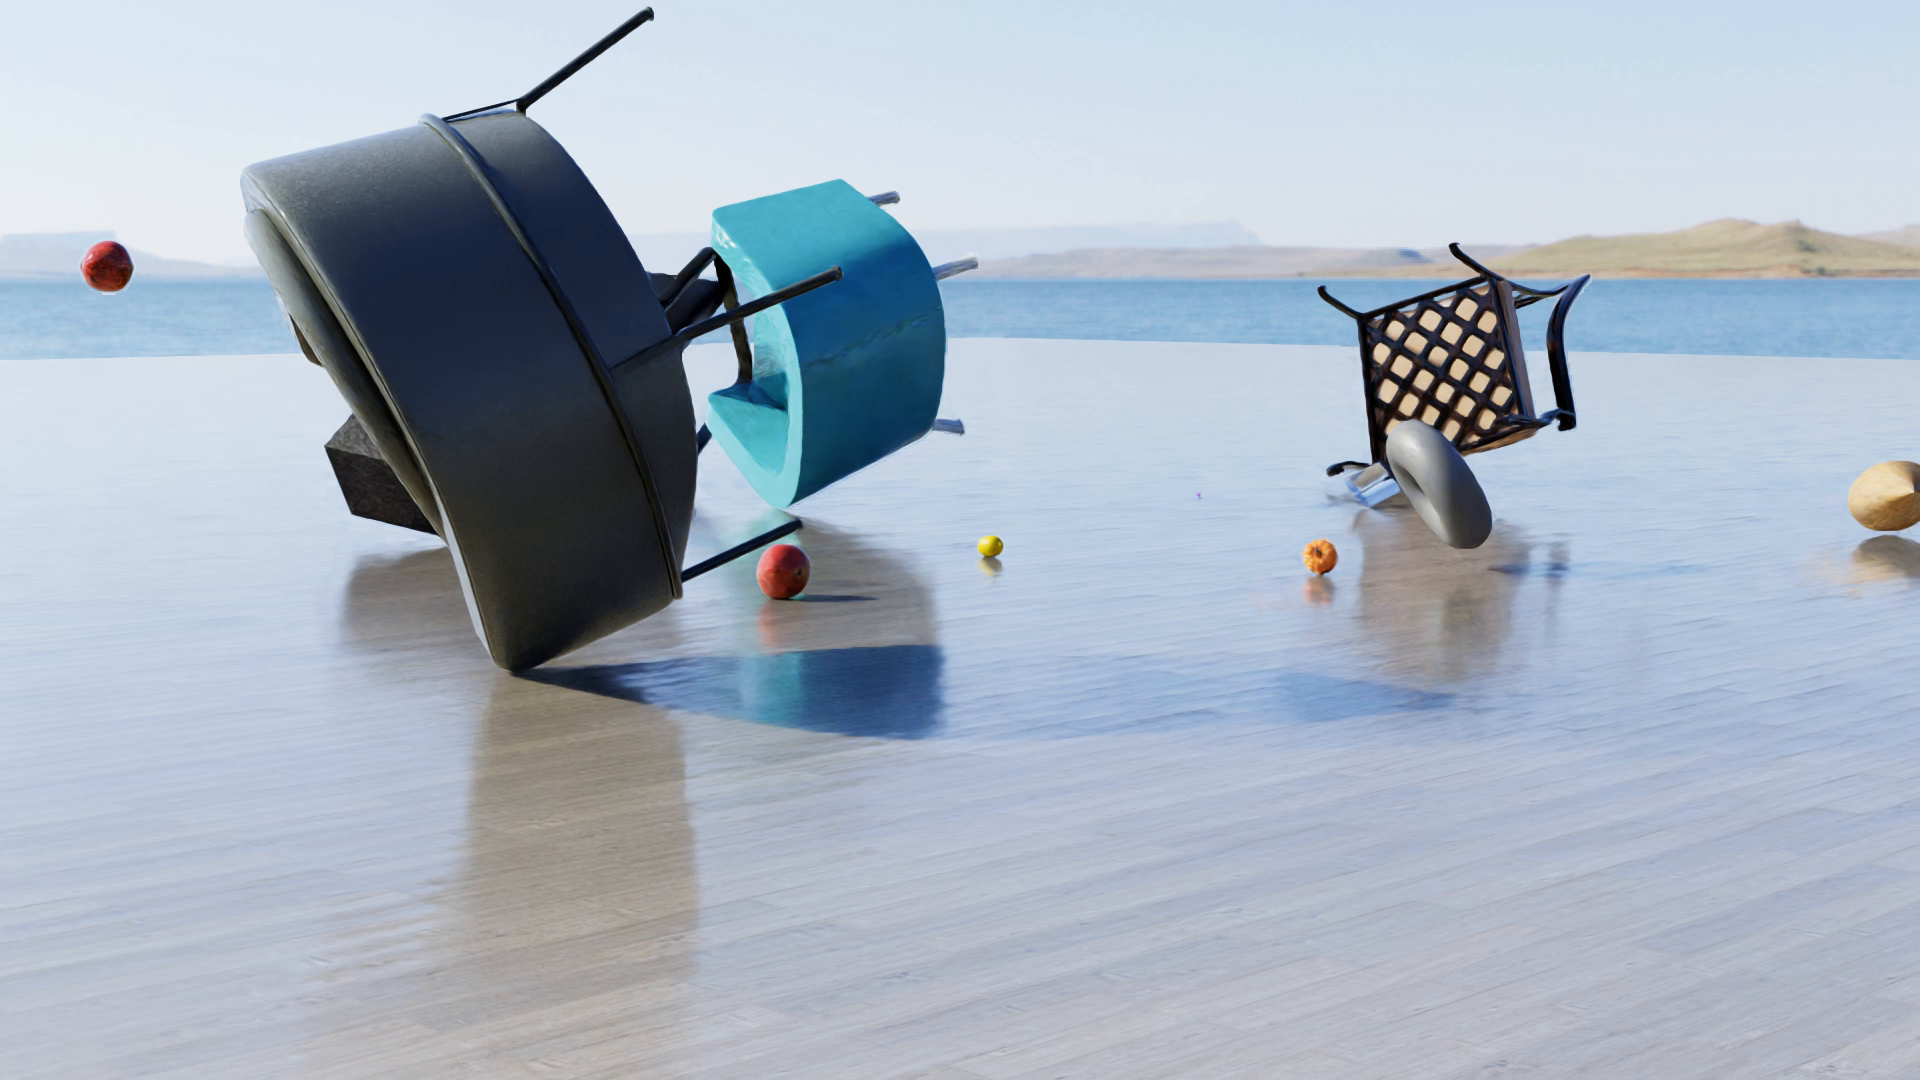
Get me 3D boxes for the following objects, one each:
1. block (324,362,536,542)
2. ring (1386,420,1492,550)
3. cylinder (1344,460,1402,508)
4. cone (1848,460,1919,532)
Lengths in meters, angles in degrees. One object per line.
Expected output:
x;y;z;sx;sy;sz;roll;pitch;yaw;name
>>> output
-1.325;-0.223;6.441;0.353;0.231;0.334;13;47;23;block
1.072;-0.124;5.744;0.110;0.326;0.337;-33;17;-1;ring
1.185;-0.160;7.343;0.118;0.046;0.121;-26;55;-16;cylinder
2.396;-0.117;6.513;0.245;0.179;0.118;-16;-2;-7;cone
